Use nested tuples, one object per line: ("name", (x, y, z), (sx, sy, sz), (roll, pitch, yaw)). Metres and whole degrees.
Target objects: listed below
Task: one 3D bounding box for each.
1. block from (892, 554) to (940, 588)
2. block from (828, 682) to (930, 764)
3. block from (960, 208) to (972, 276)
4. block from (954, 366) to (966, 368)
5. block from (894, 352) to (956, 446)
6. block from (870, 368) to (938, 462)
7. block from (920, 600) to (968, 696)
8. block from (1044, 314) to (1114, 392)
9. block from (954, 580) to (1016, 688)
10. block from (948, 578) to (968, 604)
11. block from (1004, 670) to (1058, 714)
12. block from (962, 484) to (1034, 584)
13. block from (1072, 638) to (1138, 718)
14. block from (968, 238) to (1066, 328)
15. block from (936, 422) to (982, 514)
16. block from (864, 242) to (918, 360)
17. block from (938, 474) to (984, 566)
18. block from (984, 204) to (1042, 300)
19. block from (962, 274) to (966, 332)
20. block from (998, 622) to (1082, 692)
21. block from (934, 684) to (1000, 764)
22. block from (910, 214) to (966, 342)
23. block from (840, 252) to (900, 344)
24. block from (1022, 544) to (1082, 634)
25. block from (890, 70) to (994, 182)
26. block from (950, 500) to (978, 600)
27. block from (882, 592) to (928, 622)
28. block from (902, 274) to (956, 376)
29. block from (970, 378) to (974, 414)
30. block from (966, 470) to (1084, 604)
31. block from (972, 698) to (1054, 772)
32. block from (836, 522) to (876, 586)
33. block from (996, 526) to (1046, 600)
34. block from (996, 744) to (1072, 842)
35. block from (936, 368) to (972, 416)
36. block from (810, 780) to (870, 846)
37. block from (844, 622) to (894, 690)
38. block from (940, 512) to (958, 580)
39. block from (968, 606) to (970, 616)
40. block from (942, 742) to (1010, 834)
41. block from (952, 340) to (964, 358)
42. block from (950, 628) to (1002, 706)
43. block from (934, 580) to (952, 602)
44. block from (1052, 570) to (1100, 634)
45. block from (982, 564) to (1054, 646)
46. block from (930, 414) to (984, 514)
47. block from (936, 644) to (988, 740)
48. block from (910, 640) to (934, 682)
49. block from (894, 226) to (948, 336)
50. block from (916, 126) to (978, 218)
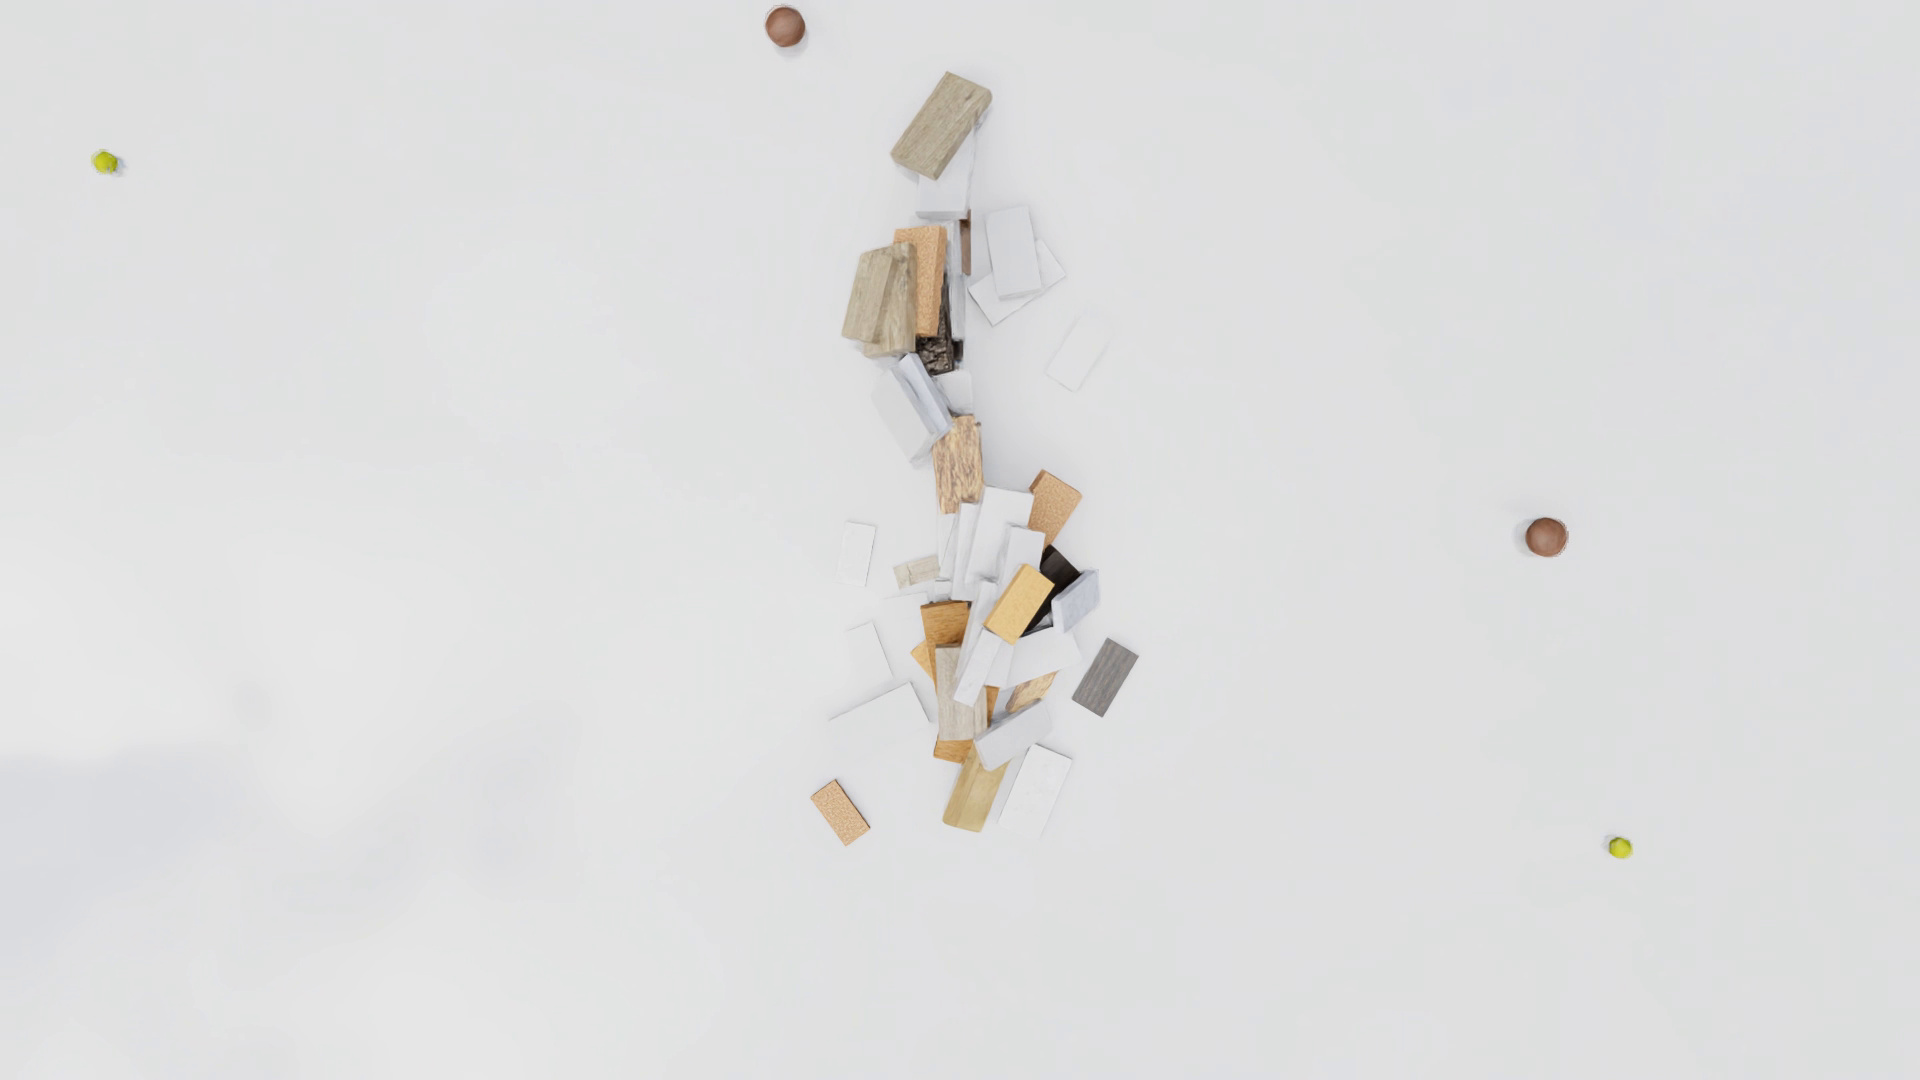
("block", (-0.141, 0.107, 5.489), (0.149, 0.021, 0.075), (-17, 90, 0))
("block", (-0.270, 0.605, 5.479), (0.303, 0.043, 0.152), (-26, 90, 0))
("block", (-0.018, -0.989, 5.484), (0.110, 0.031, 0.220), (-1, 90, 0))
("block", (-0.011, -0.520, 5.492), (0.058, 0.016, 0.115), (3, 90, 0))
("block", (-0.132, -0.445, 5.277), (0.138, 0.039, 0.276), (-39, 71, 36))
("block", (-0.179, -0.399, 5.253), (0.138, 0.039, 0.276), (-51, 61, 40))
("block", (-0.030, 0.350, 5.414), (0.152, 0.043, 0.303), (-10, 106, 0))
("block", (0.395, -0.622, 5.483), (0.118, 0.034, 0.237), (34, 90, 0))
("block", (0.100, 0.301, 5.281), (0.161, 0.046, 0.321), (13, 90, -22))
("block", (-0.005, 0.160, 5.490), (0.072, 0.020, 0.143), (2, 90, 0))
("block", (0.239, 0.496, 5.486), (0.099, 0.028, 0.199), (27, 90, 0))
("block", (0.121, -0.009, 5.288), (0.161, 0.046, 0.321), (10, 103, -13))
("block", (0.482, 0.457, 5.483), (0.119, 0.034, 0.239), (31, 90, 0))
("block", (0.189, -0.854, 5.479), (0.294, 0.042, 0.147), (-35, 90, 0))
("block", (-0.004, -0.235, 5.419), (0.153, 0.043, 0.306), (-2, 114, 0))
("block", (-0.224, -0.769, 5.301), (0.175, 0.049, 0.349), (-6, 79, 37))
("block", (0.004, -0.064, 5.431), (0.153, 0.043, 0.306), (-1, 108, 0))
("block", (0.176, -0.948, 5.440), (0.147, 0.042, 0.294), (-10, 77, 6))
("block", (-0.039, -0.769, 5.465), (0.110, 0.031, 0.220), (-1, 90, 23))
("block", (0.238, 0.377, 5.432), (0.294, 0.042, 0.147), (-20, 103, 3))
("block", (0.046, 0.500, 5.412), (0.152, 0.043, 0.494), (14, 104, -4))
("block", (-0.076, -0.863, 5.406), (0.163, 0.046, 0.442), (-8, 79, 27))
("block", (-0.288, -0.777, 5.295), (0.138, 0.039, 0.276), (16, 93, 39))
("block", (0.242, 0.181, 5.436), (0.317, 0.045, 0.158), (-46, 125, 0))
("block", (-0.061, -1.360, 5.415), (0.175, 0.049, 0.349), (29, 79, 20))
("block", (0.064, 0.037, 5.338), (0.161, 0.046, 0.321), (3, 105, -11))
("block", (-0.178, 0.222, 5.489), (0.149, 0.021, 0.075), (-11, 90, 0))
("block", (-0.111, -0.692, 5.343), (0.163, 0.046, 0.327), (-11, 78, 28))
("block", (-0.011, -0.445, 5.445), (0.108, 0.031, 0.216), (-5, 112, 0))
("block", (0.200, 0.016, 5.411), (0.158, 0.045, 0.496), (31, 98, -21))
("block", (0.176, 0.640, 5.410), (0.270, 0.034, 0.119), (-29, 111, -24))
("block", (-0.347, 0.047, 5.486), (0.101, 0.029, 0.202), (10, 90, 0))
("block", (0.192, 0.084, 5.255), (0.118, 0.034, 0.237), (10, 89, -22))
("block", (0.247, 0.836, 5.479), (0.147, 0.042, 0.294), (23, 90, 0))
("block", (-0.017, -0.450, 5.381), (0.108, 0.031, 0.216), (-4, 107, 0))
("block", (-0.398, 0.908, 5.486), (0.101, 0.029, 0.202), (-36, 90, 0))
("block", (-0.303, 0.384, 5.486), (0.101, 0.029, 0.202), (-20, 90, 0))
("block", (0.008, 0.022, 5.422), (0.099, 0.028, 0.227), (14, 108, -5))
("block", (0.037, 0.310, 5.467), (0.084, 0.024, 0.167), (16, 94, -23))
("block", (0.058, 0.810, 5.435), (0.147, 0.042, 0.294), (22, 91, -40))
("block", (-0.055, -0.706, 5.439), (0.110, 0.031, 0.220), (-7, 88, 24))
("block", (0.053, 0.405, 5.237), (0.075, 0.021, 0.241), (25, 87, -22))
("block", (-0.048, 0.205, 5.443), (0.072, 0.020, 0.143), (2, 102, 0))
("block", (0.379, 0.201, 5.379), (0.034, 0.239, 0.119), (8, 118, 33))
("block", (0.185, 0.204, 5.224), (0.118, 0.034, 0.237), (37, 82, -21))
("block", (-0.008, -0.244, 5.334), (0.153, 0.043, 0.306), (-9, 99, 1))
("block", (0.005, 0.493, 5.364), (0.158, 0.045, 0.317), (-2, 105, 0))
("block", (-0.082, 0.413, 5.488), (0.084, 0.024, 0.167), (-40, 90, 0))
("block", (-0.142, -0.832, 5.322), (0.175, 0.049, 0.349), (2, 84, 33))
("block", (-0.045, -1.209, 5.408), (0.163, 0.046, 0.327), (2, 71, 13))
